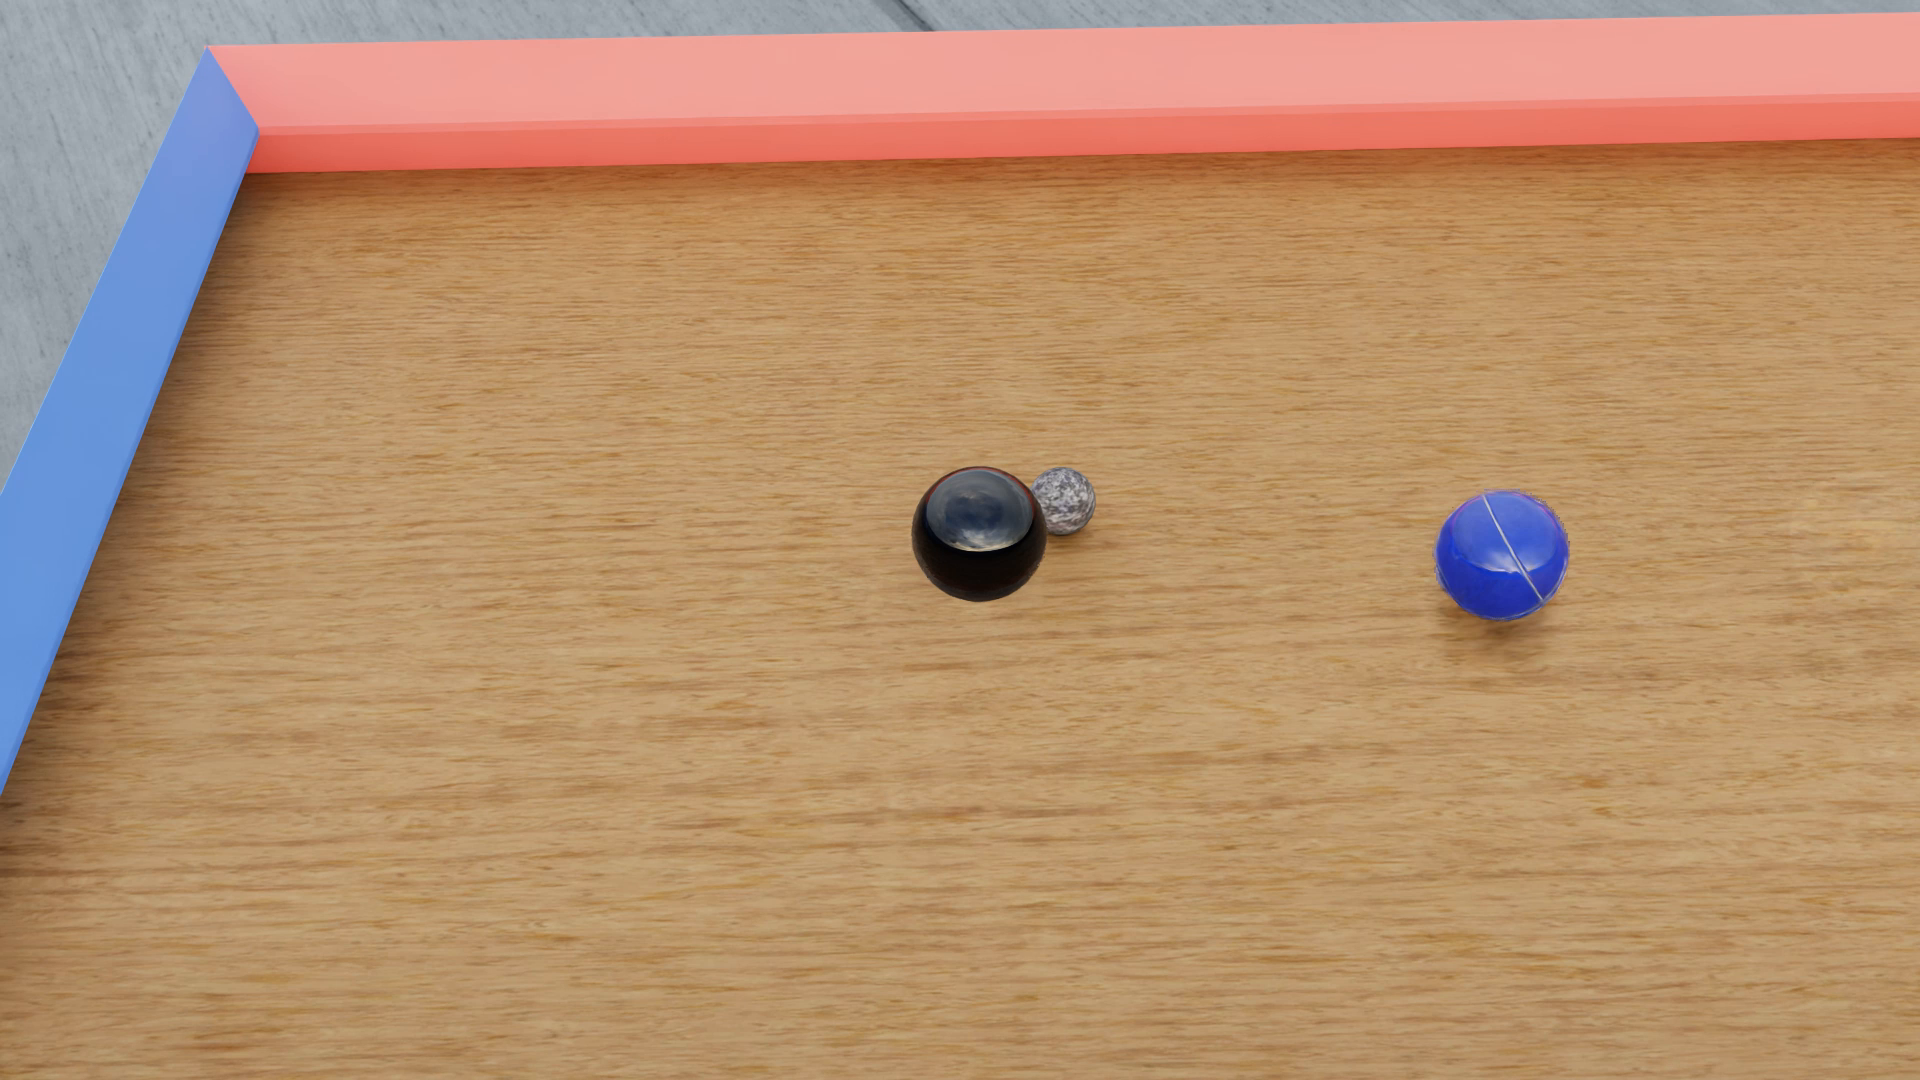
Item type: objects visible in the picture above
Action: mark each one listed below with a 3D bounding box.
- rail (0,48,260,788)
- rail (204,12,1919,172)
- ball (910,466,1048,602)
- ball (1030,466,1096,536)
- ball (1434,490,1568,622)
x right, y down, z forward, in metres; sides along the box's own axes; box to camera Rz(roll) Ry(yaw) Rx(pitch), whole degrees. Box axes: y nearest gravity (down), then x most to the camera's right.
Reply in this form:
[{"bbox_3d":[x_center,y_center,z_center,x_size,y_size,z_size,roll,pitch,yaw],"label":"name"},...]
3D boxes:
[{"bbox_3d":[-0.615,-0.005,1.769,0.045,0.124,1.330,-2,35,-2],"label":"rail"},{"bbox_3d":[0.608,-0.409,2.340,2.556,0.124,0.045,-2,35,-2],"label":"rail"},{"bbox_3d":[0.013,-0.004,1.794,0.095,0.095,0.095,0,35,0],"label":"ball"},{"bbox_3d":[0.074,-0.028,1.868,0.050,0.050,0.050,0,35,0],"label":"ball"},{"bbox_3d":[0.375,0.011,1.777,0.091,0.091,0.091,0,35,0],"label":"ball"}]
